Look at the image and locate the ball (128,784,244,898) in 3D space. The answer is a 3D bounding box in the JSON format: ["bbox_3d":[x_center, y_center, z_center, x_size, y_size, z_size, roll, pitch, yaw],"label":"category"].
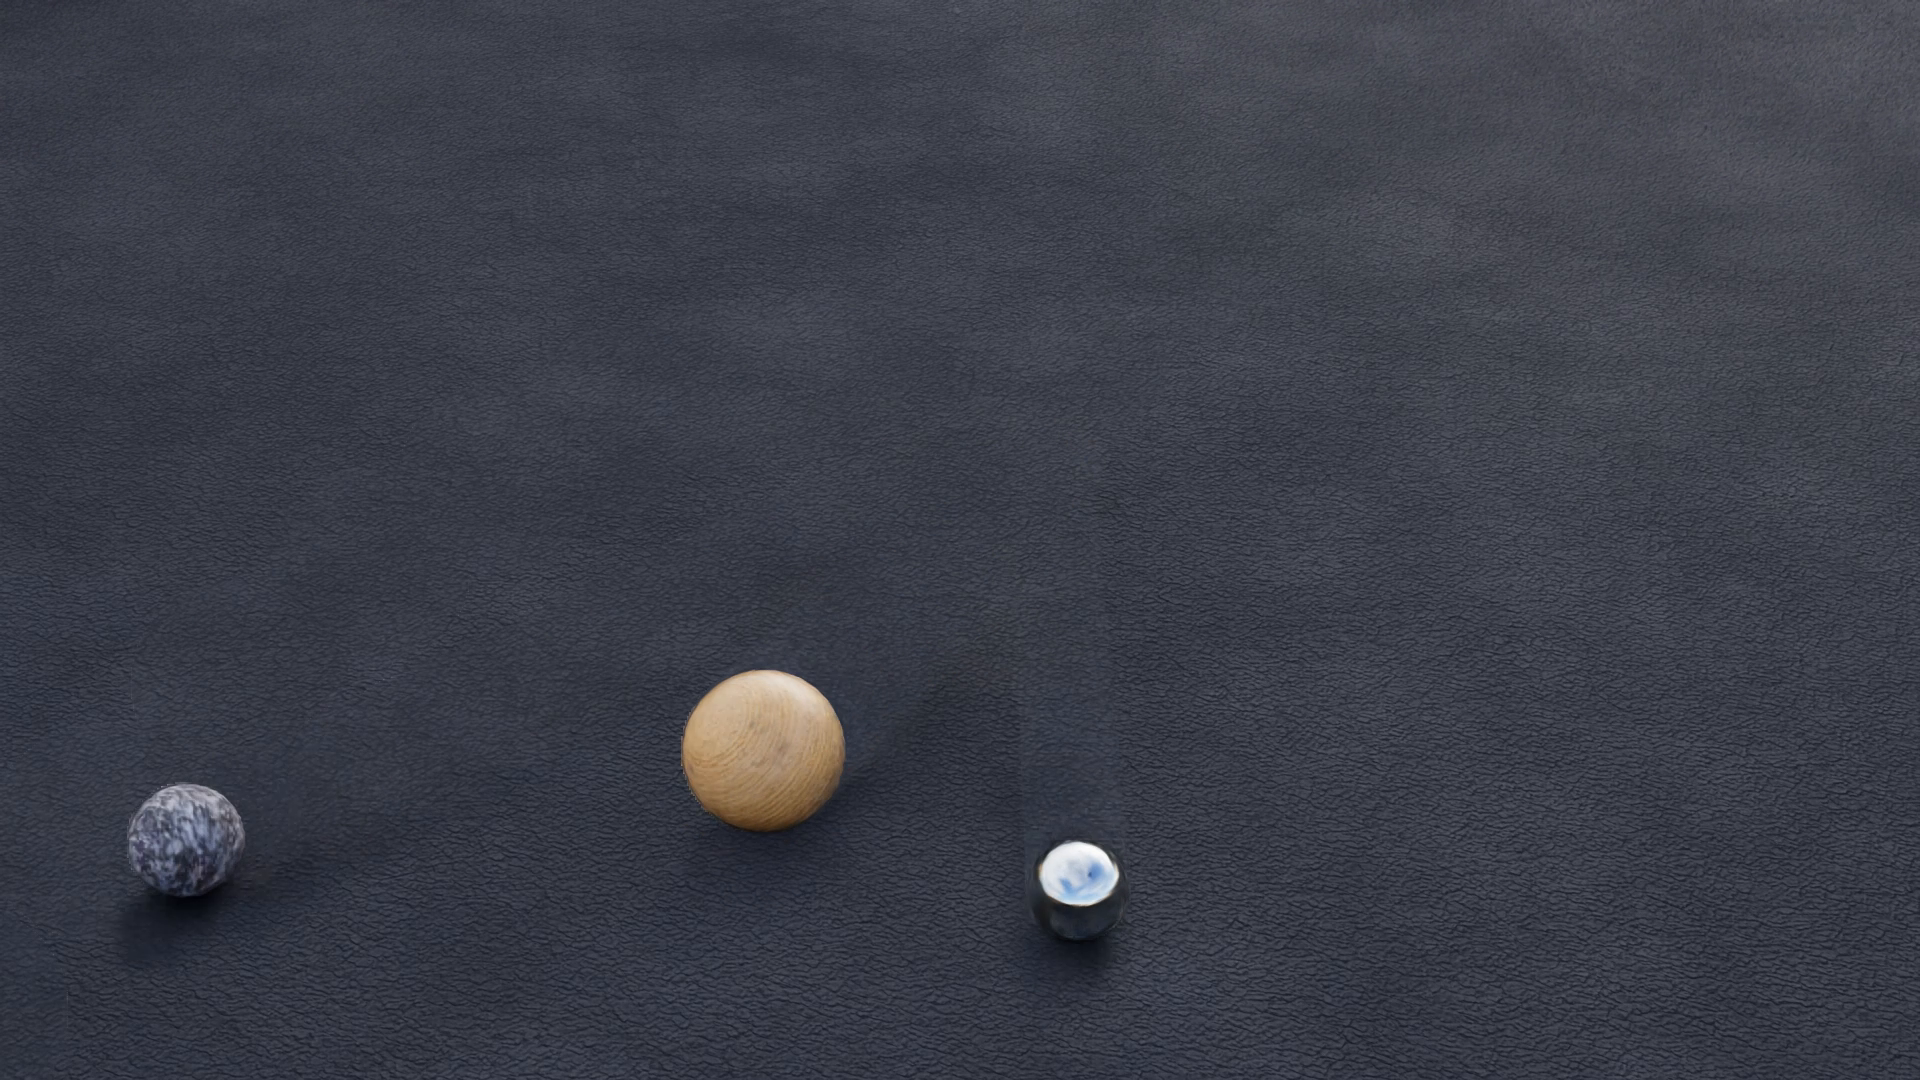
[{"bbox_3d":[-0.354,0.137,1.345,0.052,0.052,0.052,0,31,0],"label":"ball"}]

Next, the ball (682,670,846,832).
[{"bbox_3d":[-0.092,0.099,1.385,0.076,0.076,0.076,0,31,0],"label":"ball"}]

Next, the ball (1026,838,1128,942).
[{"bbox_3d":[0.053,0.157,1.318,0.046,0.046,0.046,0,31,0],"label":"ball"}]
